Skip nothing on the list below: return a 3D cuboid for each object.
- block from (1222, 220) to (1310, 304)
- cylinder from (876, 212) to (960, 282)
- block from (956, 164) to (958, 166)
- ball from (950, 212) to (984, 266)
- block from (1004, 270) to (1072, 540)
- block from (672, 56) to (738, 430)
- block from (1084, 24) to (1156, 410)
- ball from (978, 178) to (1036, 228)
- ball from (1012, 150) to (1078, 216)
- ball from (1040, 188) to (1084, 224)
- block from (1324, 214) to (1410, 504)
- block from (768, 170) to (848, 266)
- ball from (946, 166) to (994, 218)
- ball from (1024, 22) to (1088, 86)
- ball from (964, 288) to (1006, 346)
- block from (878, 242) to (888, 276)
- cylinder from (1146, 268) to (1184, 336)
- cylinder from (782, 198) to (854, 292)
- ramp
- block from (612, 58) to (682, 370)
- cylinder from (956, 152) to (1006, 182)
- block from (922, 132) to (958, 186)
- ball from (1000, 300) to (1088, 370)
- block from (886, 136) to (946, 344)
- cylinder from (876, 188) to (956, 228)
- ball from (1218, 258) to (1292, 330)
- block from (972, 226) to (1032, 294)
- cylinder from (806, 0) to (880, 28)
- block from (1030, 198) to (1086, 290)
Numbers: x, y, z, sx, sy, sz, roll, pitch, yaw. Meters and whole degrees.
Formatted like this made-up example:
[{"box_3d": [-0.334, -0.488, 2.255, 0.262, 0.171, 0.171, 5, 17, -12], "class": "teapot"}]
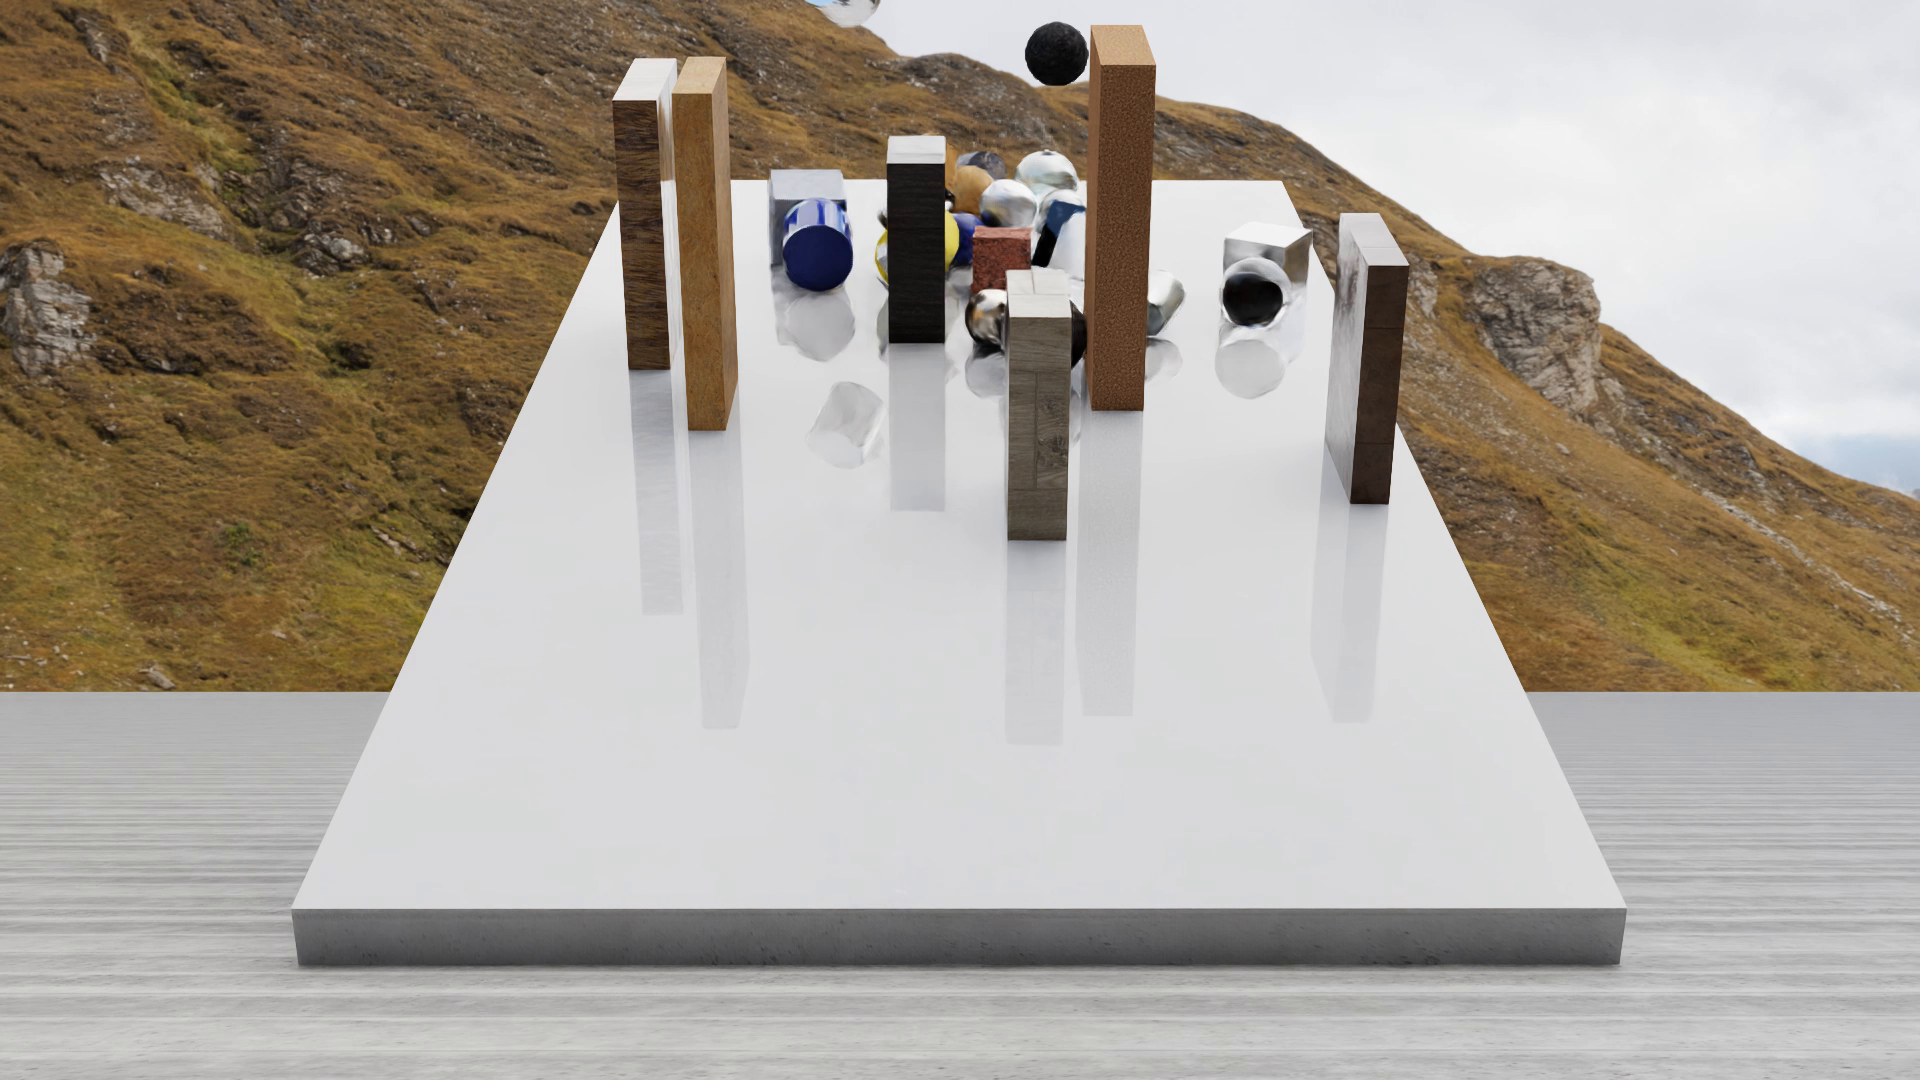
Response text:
[{"box_3d": [0.799, -0.717, 6.087, 0.170, 0.170, 0.170, 14, 28, 28], "class": "block"}, {"box_3d": [-0.112, -0.776, 6.184, 0.194, 0.194, 0.194, -1, 24, 10], "class": "cylinder"}, {"box_3d": [-0.093, -1.073, 6.823, 0.124, 0.124, 0.124, -27, 1, 45], "class": "block"}, {"box_3d": [0.005, -0.819, 6.341, 0.143, 0.143, 0.143, 0, -4, 0], "class": "ball"}, {"box_3d": [0.155, -0.276, 4.742, 0.120, 0.474, 0.297, 0, 24, 0], "class": "block"}, {"box_3d": [-0.569, -0.666, 5.244, 0.085, 0.766, 0.344, 0, 24, 0], "class": "block"}, {"box_3d": [0.363, -0.747, 5.387, 0.120, 0.799, 0.411, 0, 24, 0], "class": "block"}, {"box_3d": [0.130, -0.910, 6.387, 0.159, 0.159, 0.159, 0, -4, 0], "class": "ball"}, {"box_3d": [0.247, -1.032, 6.752, 0.191, 0.191, 0.191, 0, -4, 0], "class": "ball"}, {"box_3d": [0.290, -0.931, 6.605, 0.128, 0.128, 0.128, 0, -4, 0], "class": "ball"}, {"box_3d": [0.856, -0.388, 4.935, 0.082, 0.520, 0.365, 0, 24, 0], "class": "block"}, {"box_3d": [-0.417, -0.879, 6.353, 0.194, 0.194, 0.194, 0, 32, -8], "class": "block"}, {"box_3d": [0.020, -0.966, 6.580, 0.182, 0.182, 0.182, 0, -4, 0], "class": "ball"}, {"box_3d": [0.285, -1.432, 6.873, 0.187, 0.187, 0.187, 0, -4, 0], "class": "ball"}, {"box_3d": [0.082, -0.548, 5.742, 0.144, 0.144, 0.144, 0, -4, 0], "class": "ball"}, {"box_3d": [-0.137, -0.721, 6.019, 0.112, 0.112, 0.112, -28, 23, 10], "class": "block"}, {"box_3d": [0.483, -0.595, 5.832, 0.120, 0.120, 0.120, -3, 38, 42], "class": "cylinder"}, {"box_3d": [-0.378, -0.784, 6.183, 0.188, 0.188, 0.188, 0, 30, -5], "class": "cylinder"}, {"box_3d": [-0.008, -0.229, 5.331, 2.000, 0.100, 4.000, 0, 24, 0], "class": "ramp"}, {"box_3d": [-0.746, -0.795, 5.661, 0.101, 0.655, 0.422, 0, 24, 0], "class": "block"}, {"box_3d": [0.055, -1.084, 6.905, 0.128, 0.128, 0.128, 1, 6, -21], "class": "cylinder"}, {"box_3d": [-0.086, -1.005, 6.220, 0.105, 0.105, 0.105, -10, -29, 42], "class": "block"}, {"box_3d": [0.197, -0.484, 5.521, 0.209, 0.209, 0.209, 0, -4, 0], "class": "ball"}, {"box_3d": [-0.107, -0.749, 5.805, 0.140, 0.456, 0.255, 0, 24, 0], "class": "block"}, {"box_3d": [-0.122, -0.922, 6.470, 0.159, 0.159, 0.159, 31, 22, -14], "class": "cylinder"}, {"box_3d": [0.740, -0.617, 5.849, 0.184, 0.184, 0.184, 0, -4, 0], "class": "ball"}, {"box_3d": [0.110, -0.732, 6.117, 0.150, 0.150, 0.150, 2, 18, 2], "class": "block"}, {"box_3d": [-0.342, -1.557, 6.532, 0.189, 0.189, 0.189, -1, -8, 20], "class": "cylinder"}, {"box_3d": [0.322, -0.755, 6.045, 0.179, 0.179, 0.179, 18, -2, 25], "class": "block"}]
